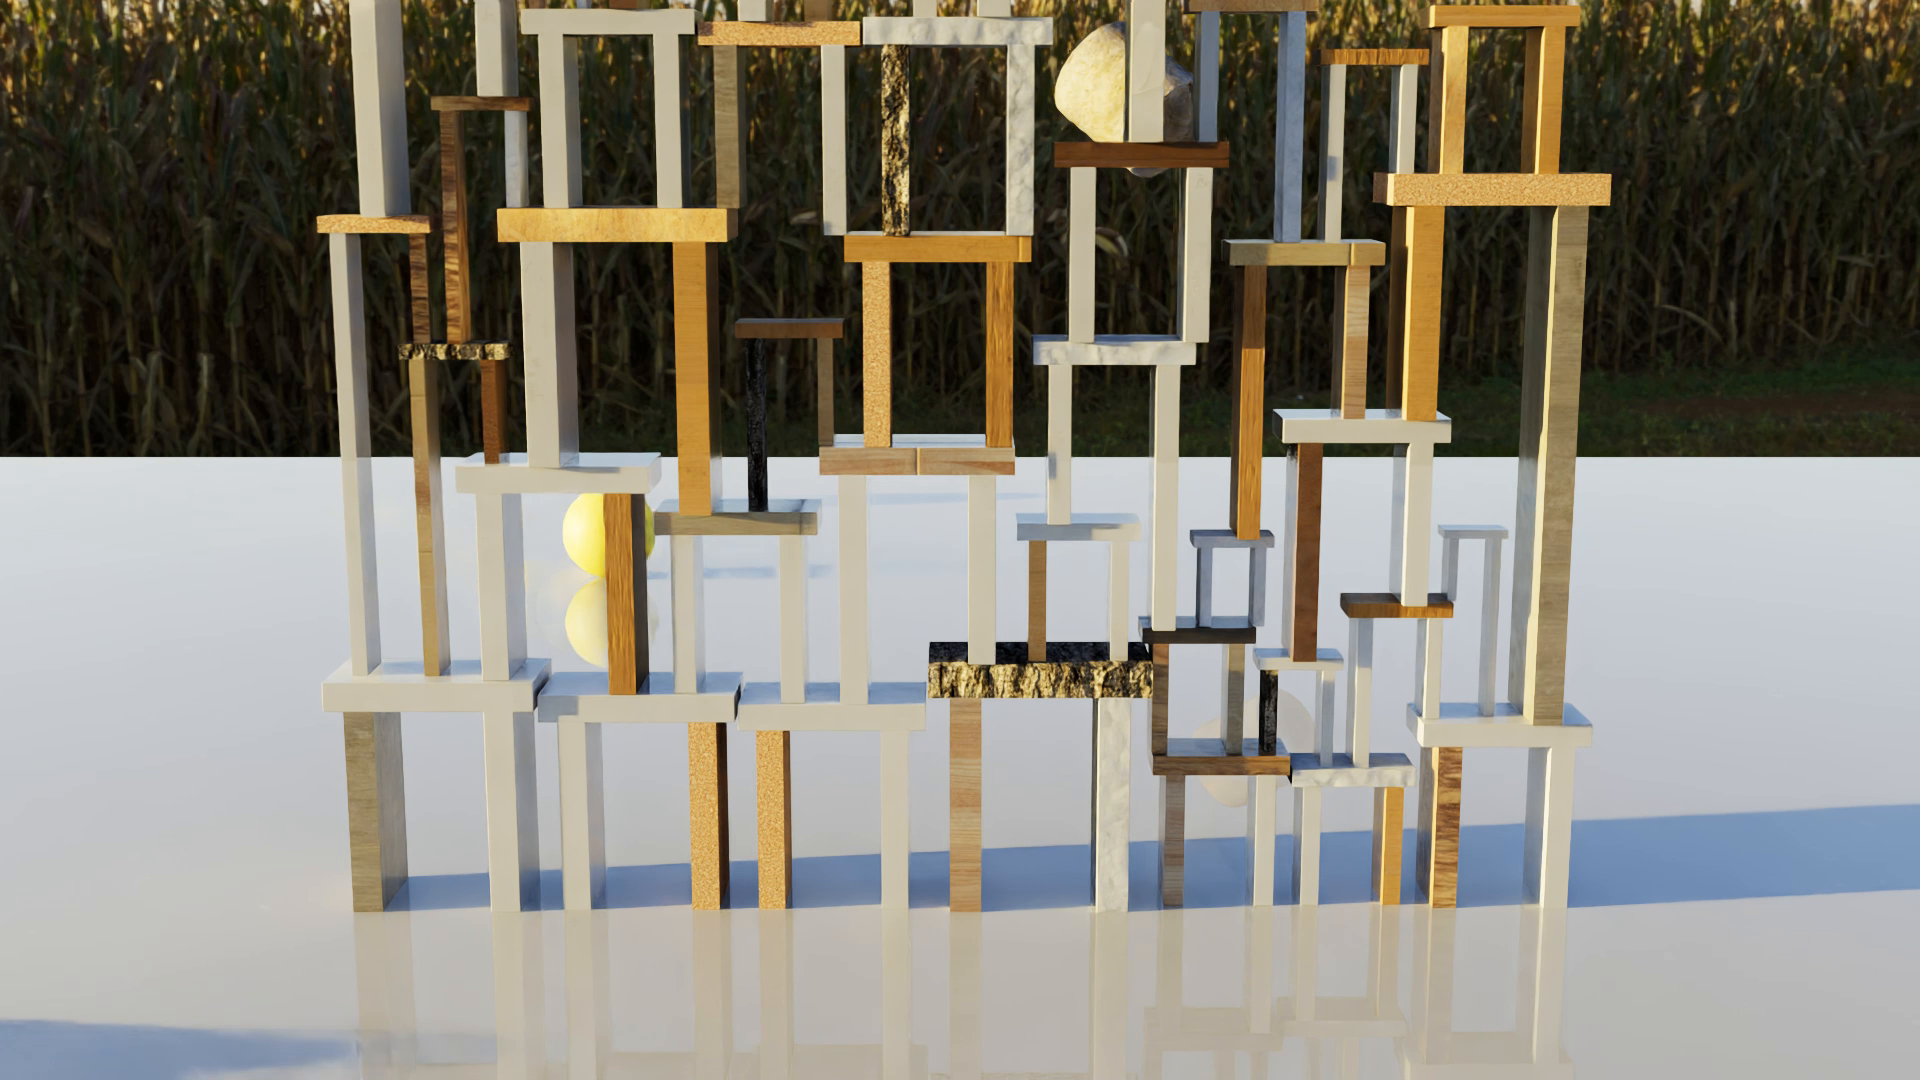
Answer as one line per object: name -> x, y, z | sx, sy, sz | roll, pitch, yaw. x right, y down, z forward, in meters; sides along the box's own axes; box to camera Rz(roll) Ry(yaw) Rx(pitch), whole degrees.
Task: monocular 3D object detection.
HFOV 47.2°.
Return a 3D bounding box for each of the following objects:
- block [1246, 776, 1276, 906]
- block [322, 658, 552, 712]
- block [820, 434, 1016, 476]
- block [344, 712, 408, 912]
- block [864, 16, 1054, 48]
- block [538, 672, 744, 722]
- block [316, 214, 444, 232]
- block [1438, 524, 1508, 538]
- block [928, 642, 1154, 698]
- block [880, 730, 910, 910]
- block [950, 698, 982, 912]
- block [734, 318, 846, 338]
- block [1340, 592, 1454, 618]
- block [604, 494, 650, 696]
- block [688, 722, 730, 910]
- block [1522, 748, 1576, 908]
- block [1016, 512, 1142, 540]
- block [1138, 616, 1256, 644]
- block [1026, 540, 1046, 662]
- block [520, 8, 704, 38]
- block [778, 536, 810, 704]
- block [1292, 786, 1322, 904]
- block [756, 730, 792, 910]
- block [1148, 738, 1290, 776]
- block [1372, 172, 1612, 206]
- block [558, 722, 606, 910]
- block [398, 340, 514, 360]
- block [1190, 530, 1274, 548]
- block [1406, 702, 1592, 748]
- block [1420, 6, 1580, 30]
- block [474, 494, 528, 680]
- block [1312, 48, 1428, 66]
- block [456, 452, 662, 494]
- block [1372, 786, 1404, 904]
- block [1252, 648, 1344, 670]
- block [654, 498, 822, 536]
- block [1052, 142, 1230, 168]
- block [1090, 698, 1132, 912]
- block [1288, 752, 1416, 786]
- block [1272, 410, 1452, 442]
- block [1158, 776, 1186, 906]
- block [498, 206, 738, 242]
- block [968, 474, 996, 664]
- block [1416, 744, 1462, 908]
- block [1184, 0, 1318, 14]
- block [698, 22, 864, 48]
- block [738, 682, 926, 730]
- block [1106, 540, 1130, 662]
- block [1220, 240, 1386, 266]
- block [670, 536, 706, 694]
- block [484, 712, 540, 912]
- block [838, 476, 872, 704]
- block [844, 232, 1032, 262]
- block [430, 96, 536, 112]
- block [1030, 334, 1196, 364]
block -> 0.499, 0.481, 3.646 | 0.031, 0.222, 0.111 | 0, 11, 0
block -> -0.852, 0.236, 3.599 | 0.337, 0.048, 0.168 | 0, 11, 0
block -> -0.068, -0.138, 3.538 | 0.308, 0.044, 0.154 | 0, 11, 0
block -> -0.964, 0.425, 3.634 | 0.048, 0.337, 0.168 | 0, 11, 0
block -> -0.003, -0.786, 3.409 | 0.288, 0.041, 0.144 | 0, 11, 0
block -> -0.520, 0.257, 3.609 | 0.316, 0.045, 0.158 | 0, 11, 0
block -> -0.913, -0.499, 3.465 | 0.175, 0.025, 0.087 | 0, 11, 1
block -> 0.830, -0.014, 3.560 | 0.103, 0.015, 0.051 | 0, 11, 0
block -> 0.129, 0.212, 3.600 | 0.359, 0.051, 0.180 | 0, 11, 0
block -> -0.106, 0.442, 3.642 | 0.043, 0.302, 0.151 | 0, 11, 0
block -> 0.009, 0.413, 3.637 | 0.051, 0.359, 0.180 | 0, 11, 0
block -> -0.269, -0.337, 3.496 | 0.169, 0.024, 0.085 | 0, 11, 0
block -> 0.710, 0.106, 3.581 | 0.168, 0.024, 0.084 | 0, 10, 0
block -> -0.541, 0.074, 3.575 | 0.043, 0.328, 0.152 | 0, 11, 0
block -> -0.415, 0.434, 3.642 | 0.045, 0.316, 0.158 | 0, 11, 0
block -> 0.974, 0.456, 3.643 | 0.039, 0.273, 0.136 | 0, 11, 0
block -> 0.190, -0.022, 3.556 | 0.198, 0.028, 0.099 | 0, 11, 0
block -> 0.386, 0.146, 3.592 | 0.184, 0.026, 0.092 | 0, 11, 0
block -> 0.124, 0.089, 3.577 | 0.028, 0.198, 0.099 | 0, 11, 0
block -> -0.535, -0.800, 3.407 | 0.263, 0.037, 0.131 | 0, 11, 0
block -> -0.270, 0.116, 3.582 | 0.037, 0.276, 0.130 | 0, 11, 0
block -> 0.574, 0.492, 3.646 | 0.029, 0.202, 0.101 | 0, 11, 0
block -> -0.307, 0.442, 3.642 | 0.043, 0.301, 0.151 | 0, 11, 0
block -> 0.424, 0.357, 3.622 | 0.222, 0.031, 0.111 | 0, 11, 0
block -> 0.833, -0.553, 3.461 | 0.334, 0.047, 0.167 | 0, 11, 0
block -> -0.626, 0.434, 3.642 | 0.045, 0.316, 0.158 | 0, 11, 0
block -> -0.801, -0.303, 3.499 | 0.166, 0.023, 0.083 | 0, 11, 0
block -> 0.440, -0.002, 3.561 | 0.130, 0.018, 0.065 | 0, 11, 0
block -> 0.883, 0.303, 3.614 | 0.273, 0.039, 0.136 | 0, 11, 0
block -> 0.835, -0.810, 3.410 | 0.222, 0.031, 0.111 | 0, 11, 0
block -> -0.744, 0.062, 3.573 | 0.043, 0.304, 0.152 | 0, 11, 0
block -> 0.637, -0.749, 3.417 | 0.166, 0.023, 0.083 | 0, 11, 0
block -> -0.643, -0.108, 3.541 | 0.304, 0.043, 0.152 | 0, 11, 0
block -> 0.709, 0.492, 3.646 | 0.029, 0.202, 0.101 | 0, 11, 0
block -> 0.552, 0.195, 3.595 | 0.139, 0.020, 0.069 | 0, 10, 0
block -> -0.356, -0.038, 3.554 | 0.259, 0.037, 0.130 | 0, 11, 0
block -> 0.280, -0.604, 3.443 | 0.269, 0.038, 0.135 | 0, 11, 0
block -> 0.248, 0.413, 3.637 | 0.051, 0.359, 0.180 | 0, 11, 0
block -> 0.641, 0.379, 3.625 | 0.202, 0.029, 0.101 | 0, 11, 0
block -> 0.642, -0.183, 3.530 | 0.264, 0.037, 0.132 | 0, 10, 0
block -> 0.350, 0.481, 3.646 | 0.031, 0.222, 0.111 | 0, 11, 0
block -> -0.534, -0.500, 3.465 | 0.352, 0.050, 0.176 | 0, 11, 0
block -> 0.035, 0.035, 3.570 | 0.044, 0.308, 0.154 | 0, 10, 0
block -> 0.793, 0.456, 3.643 | 0.039, 0.273, 0.136 | 0, 11, 0
block -> 0.449, -0.831, 3.406 | 0.197, 0.028, 0.099 | 0, 11, 1
block -> -0.276, -0.784, 3.412 | 0.247, 0.035, 0.123 | 0, 11, 0
block -> -0.207, 0.272, 3.611 | 0.301, 0.043, 0.151 | 0, 11, 0
block -> 0.256, 0.089, 3.577 | 0.028, 0.198, 0.099 | 0, 11, 0
block -> 0.541, -0.456, 3.478 | 0.241, 0.034, 0.121 | 0, 11, 0
block -> -0.443, 0.108, 3.581 | 0.037, 0.259, 0.130 | 0, 11, 0
block -> -0.739, 0.425, 3.634 | 0.048, 0.337, 0.168 | 0, 11, 0
block -> -0.170, 0.067, 3.576 | 0.044, 0.374, 0.154 | 0, 11, 0
block -> -0.035, -0.464, 3.476 | 0.290, 0.041, 0.145 | 0, 11, 0
block -> -0.743, -0.682, 3.435 | 0.148, 0.021, 0.074 | 0, 11, 0
block -> 0.242, -0.304, 3.505 | 0.255, 0.036, 0.127 | 0, 11, 0
